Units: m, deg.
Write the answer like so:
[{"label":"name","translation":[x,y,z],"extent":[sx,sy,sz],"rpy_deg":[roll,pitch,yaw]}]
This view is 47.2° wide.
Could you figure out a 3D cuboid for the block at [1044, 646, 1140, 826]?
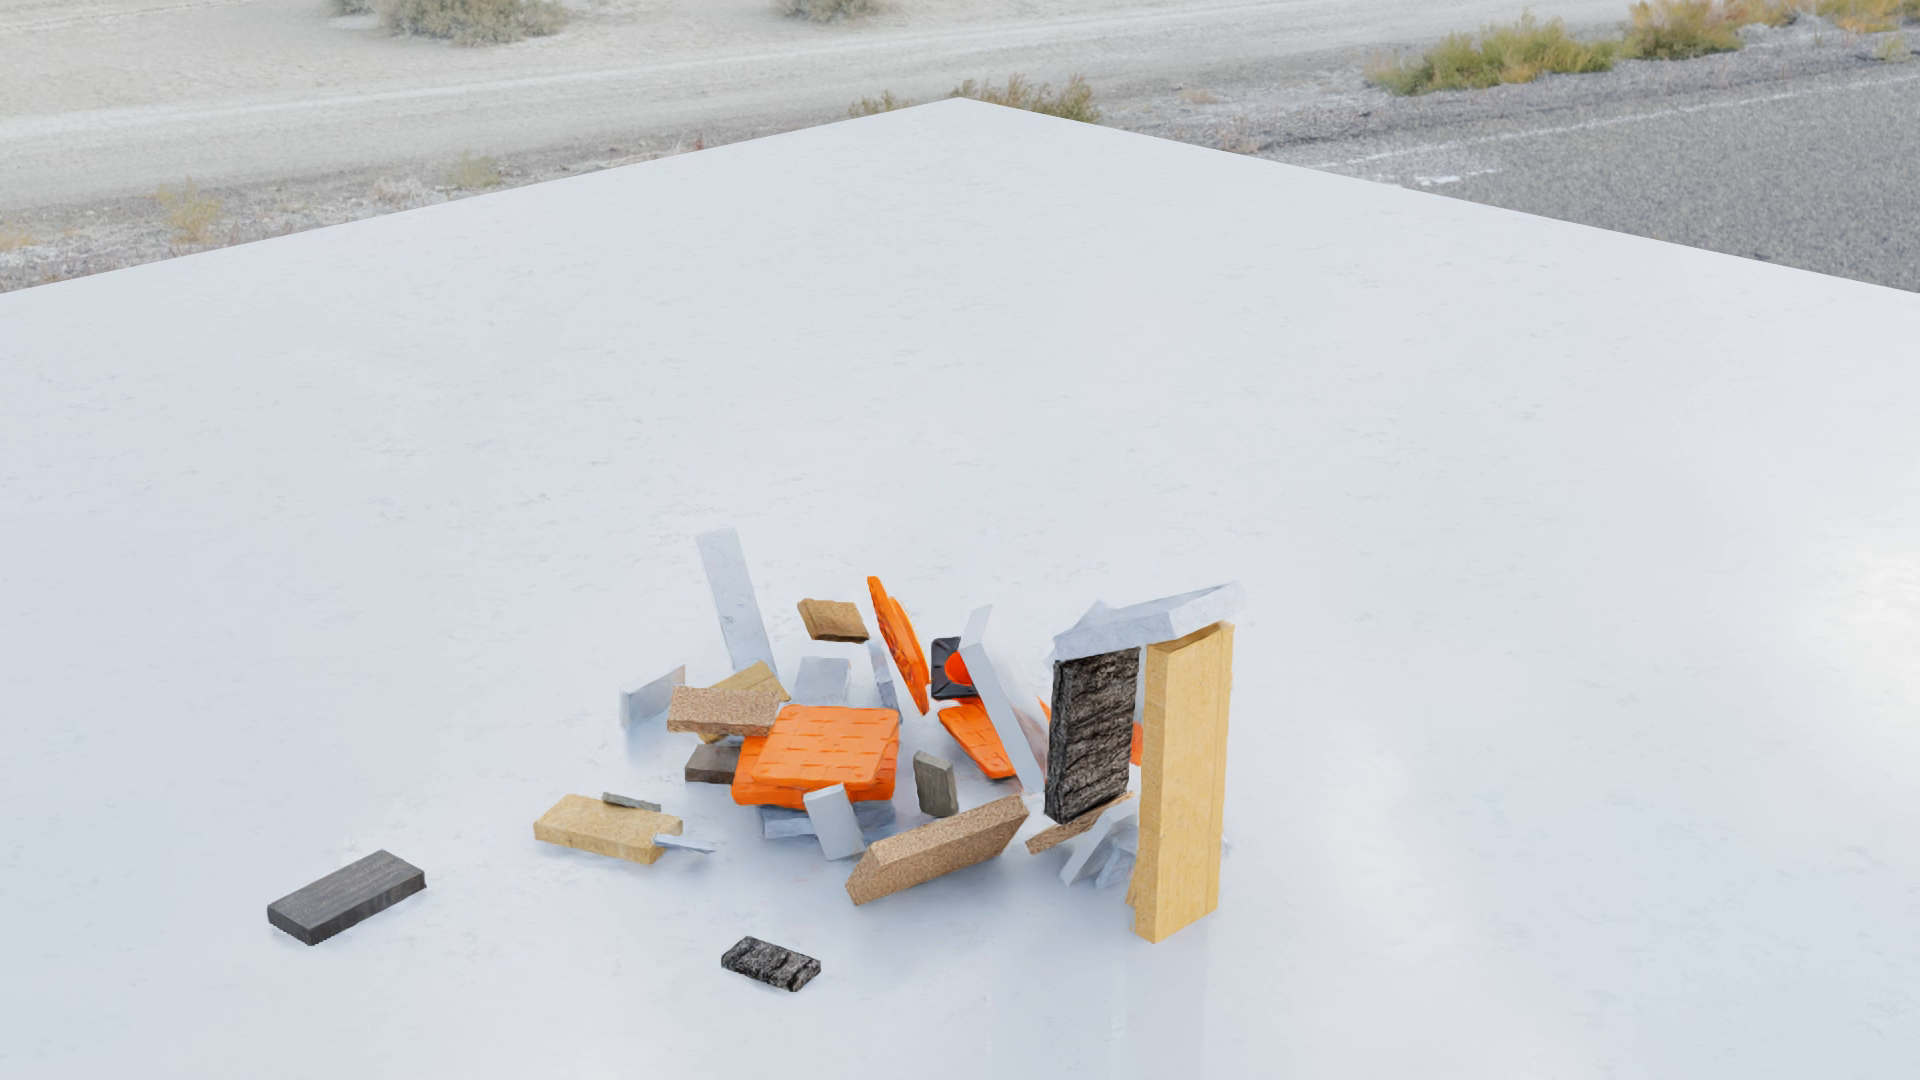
[{"label":"block","translation":[0.250,0.356,4.169],"extent":[0.176,0.352,0.050],"rpy_deg":[-22,39,-35]}]

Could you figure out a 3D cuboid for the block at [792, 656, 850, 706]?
[{"label":"block","translation":[-0.308,0.345,4.812],"extent":[0.108,0.031,0.217],"rpy_deg":[4,43,2]}]

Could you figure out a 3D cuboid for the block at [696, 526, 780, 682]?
[{"label":"block","translation":[-0.490,0.179,4.905],"extent":[0.091,0.429,0.026],"rpy_deg":[-13,-17,-16]}]

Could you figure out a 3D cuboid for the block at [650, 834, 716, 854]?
[{"label":"block","translation":[-0.537,0.588,4.261],"extent":[0.114,0.016,0.057],"rpy_deg":[12,-18,-17]}]

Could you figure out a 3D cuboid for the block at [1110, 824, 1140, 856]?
[{"label":"block","translation":[0.341,0.564,4.091],"extent":[0.058,0.016,0.115],"rpy_deg":[-23,26,-34]}]

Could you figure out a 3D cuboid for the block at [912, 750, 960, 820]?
[{"label":"block","translation":[-0.047,0.493,4.386],"extent":[0.080,0.160,0.023],"rpy_deg":[18,47,25]}]

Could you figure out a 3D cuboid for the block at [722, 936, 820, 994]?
[{"label":"block","translation":[-0.339,0.760,3.941],"extent":[0.160,0.023,0.080],"rpy_deg":[13,26,28]}]

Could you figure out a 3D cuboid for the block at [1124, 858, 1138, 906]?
[{"label":"block","translation":[0.347,0.630,4.124],"extent":[0.058,0.115,0.016],"rpy_deg":[-17,41,-41]}]

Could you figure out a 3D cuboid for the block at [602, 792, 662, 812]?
[{"label":"block","translation":[-0.661,0.529,4.426],"extent":[0.114,0.016,0.057],"rpy_deg":[13,-11,0]}]

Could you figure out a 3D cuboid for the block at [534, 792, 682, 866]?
[{"label":"block","translation":[-0.698,0.573,4.364],"extent":[0.261,0.037,0.130],"rpy_deg":[9,25,20]}]

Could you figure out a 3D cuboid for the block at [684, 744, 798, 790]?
[{"label":"block","translation":[-0.457,0.474,4.604],"extent":[0.217,0.031,0.108],"rpy_deg":[4,23,9]}]

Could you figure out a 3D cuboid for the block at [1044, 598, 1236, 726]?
[{"label":"block","translation":[0.354,0.263,4.292],"extent":[0.393,0.167,0.047],"rpy_deg":[30,16,-38]}]

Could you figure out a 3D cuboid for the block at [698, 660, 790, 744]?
[{"label":"block","translation":[-0.488,0.354,4.776],"extent":[0.217,0.031,0.108],"rpy_deg":[-27,70,-33]}]

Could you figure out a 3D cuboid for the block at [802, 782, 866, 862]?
[{"label":"block","translation":[-0.241,0.546,4.247],"extent":[0.080,0.160,0.023],"rpy_deg":[-17,34,1]}]

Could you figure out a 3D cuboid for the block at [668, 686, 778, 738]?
[{"label":"block","translation":[-0.495,0.360,4.607],"extent":[0.221,0.031,0.111],"rpy_deg":[4,35,-2]}]

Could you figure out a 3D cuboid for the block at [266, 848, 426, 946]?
[{"label":"block","translation":[-1.151,0.670,4.134],"extent":[0.131,0.037,0.261],"rpy_deg":[18,29,35]}]

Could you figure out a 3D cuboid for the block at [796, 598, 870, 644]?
[{"label":"block","translation":[-0.278,0.179,4.842],"extent":[0.182,0.026,0.091],"rpy_deg":[8,51,-55]}]

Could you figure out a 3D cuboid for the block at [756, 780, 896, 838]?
[{"label":"block","translation":[-0.272,0.541,4.429],"extent":[0.261,0.037,0.131],"rpy_deg":[-5,20,-12]}]

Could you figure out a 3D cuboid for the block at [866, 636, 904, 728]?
[{"label":"block","translation":[-0.167,0.313,4.875],"extent":[0.031,0.111,0.221],"rpy_deg":[-15,24,-3]}]

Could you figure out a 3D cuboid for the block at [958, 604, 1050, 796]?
[{"label":"block","translation":[0.097,0.307,4.233],"extent":[0.047,0.334,0.167],"rpy_deg":[-19,20,17]}]

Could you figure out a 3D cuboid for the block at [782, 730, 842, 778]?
[{"label":"block","translation":[-0.298,0.428,4.409],"extent":[0.057,0.016,0.114],"rpy_deg":[-30,48,-35]}]

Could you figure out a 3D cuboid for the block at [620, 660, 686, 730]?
[{"label":"block","translation":[-0.675,0.339,4.836],"extent":[0.026,0.091,0.182],"rpy_deg":[21,30,28]}]

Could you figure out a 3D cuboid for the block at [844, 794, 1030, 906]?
[{"label":"block","translation":[-0.043,0.586,4.170],"extent":[0.334,0.167,0.047],"rpy_deg":[-15,62,-31]}]

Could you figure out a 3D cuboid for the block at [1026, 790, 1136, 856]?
[{"label":"block","translation":[0.236,0.547,4.261],"extent":[0.209,0.030,0.104],"rpy_deg":[-28,-5,30]}]

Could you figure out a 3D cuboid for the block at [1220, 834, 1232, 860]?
[{"label":"block","translation":[0.463,0.550,4.279],"extent":[0.104,0.030,0.209],"rpy_deg":[40,3,-8]}]

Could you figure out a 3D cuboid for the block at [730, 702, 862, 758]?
[{"label":"block","translation":[-0.349,0.402,4.701],"extent":[0.272,0.031,0.111],"rpy_deg":[4,48,1]}]

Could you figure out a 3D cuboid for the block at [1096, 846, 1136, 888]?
[{"label":"block","translation":[0.303,0.610,4.168],"extent":[0.058,0.115,0.016],"rpy_deg":[-12,50,-39]}]

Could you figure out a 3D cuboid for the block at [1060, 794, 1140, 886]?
[{"label":"block","translation":[0.274,0.568,4.168],"extent":[0.104,0.209,0.030],"rpy_deg":[-19,60,-40]}]

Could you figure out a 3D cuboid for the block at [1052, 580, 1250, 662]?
[{"label":"block","translation":[0.339,0.147,3.942],"extent":[0.176,0.050,0.352],"rpy_deg":[-20,2,-33]}]

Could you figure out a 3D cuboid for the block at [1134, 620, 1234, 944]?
[{"label":"block","translation":[0.404,0.438,3.974],"extent":[0.176,0.590,0.050],"rpy_deg":[-20,31,-39]}]
